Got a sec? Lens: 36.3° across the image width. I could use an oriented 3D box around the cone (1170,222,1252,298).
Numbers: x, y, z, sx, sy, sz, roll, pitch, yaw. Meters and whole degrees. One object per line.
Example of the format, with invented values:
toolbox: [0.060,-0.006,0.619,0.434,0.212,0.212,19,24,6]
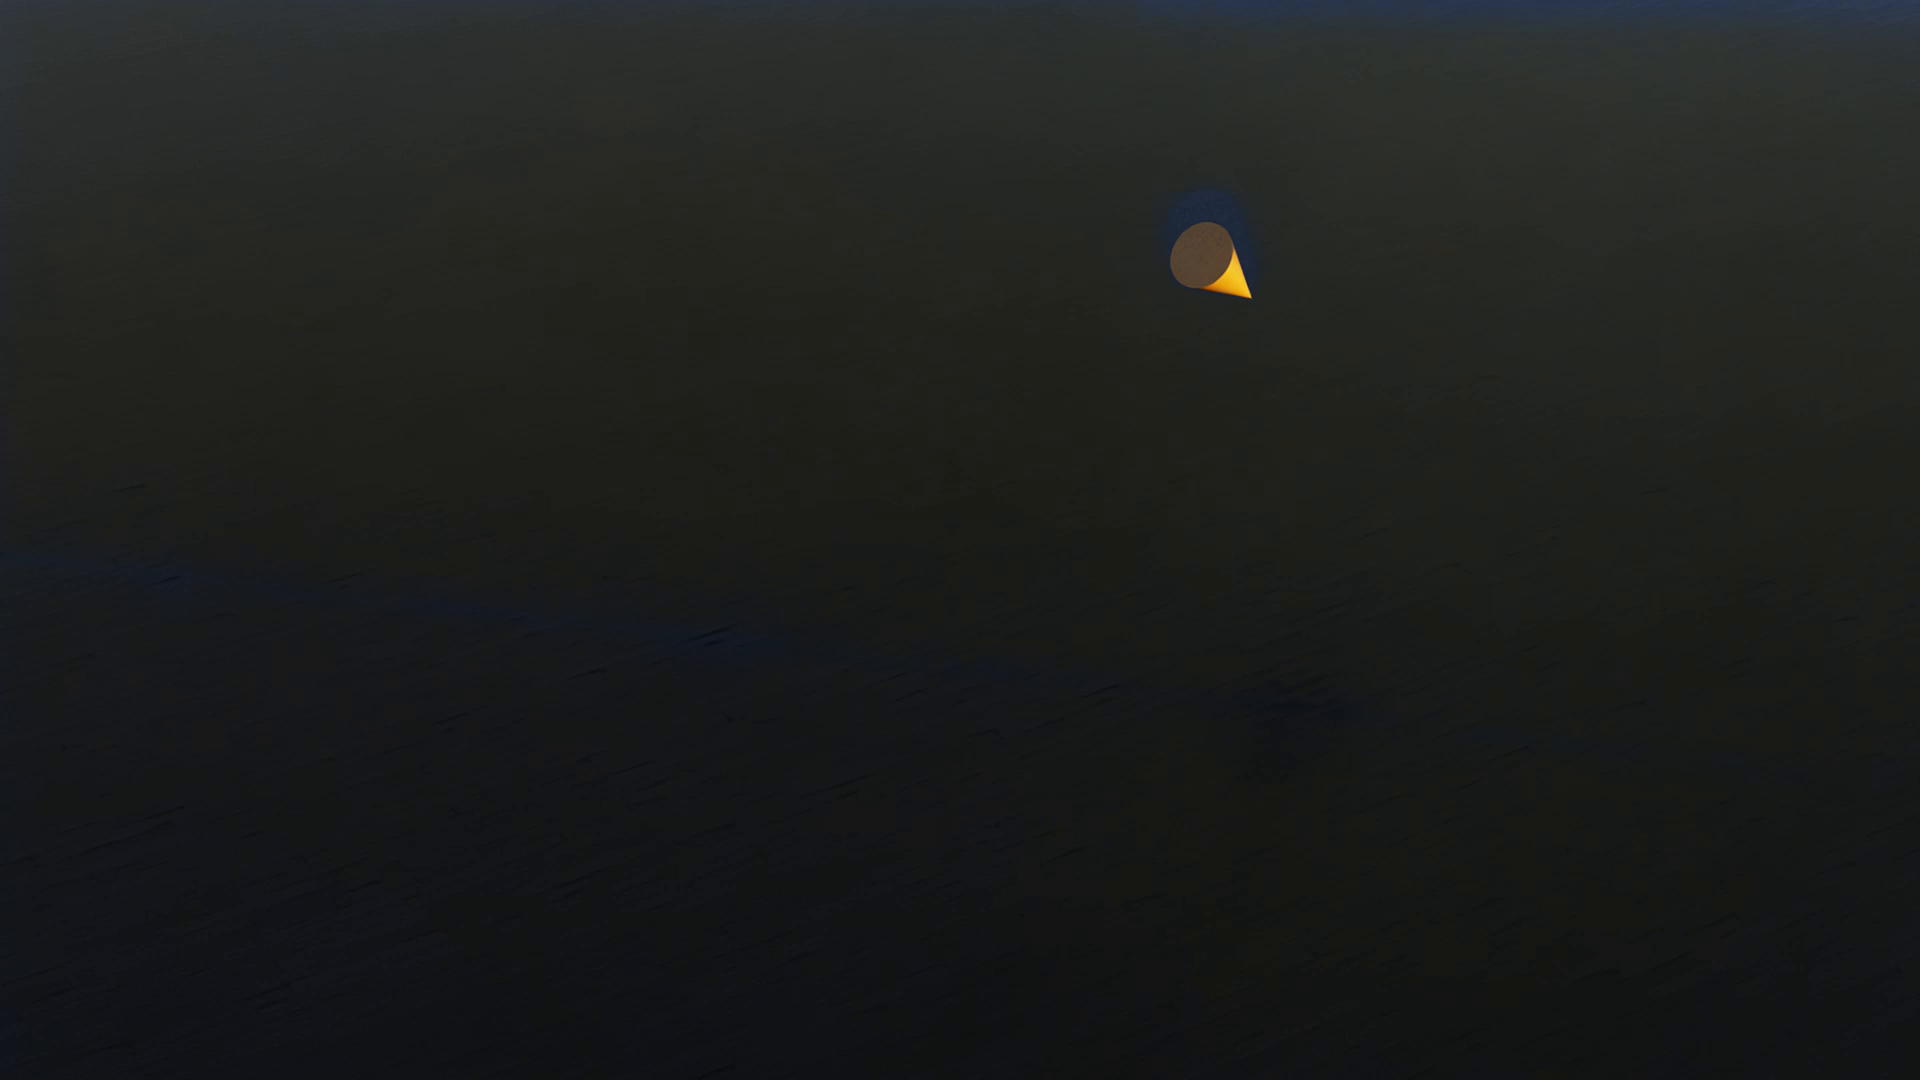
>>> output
cone: [0.767,-0.756,8.429,0.199,0.256,0.256,-47,41,10]
